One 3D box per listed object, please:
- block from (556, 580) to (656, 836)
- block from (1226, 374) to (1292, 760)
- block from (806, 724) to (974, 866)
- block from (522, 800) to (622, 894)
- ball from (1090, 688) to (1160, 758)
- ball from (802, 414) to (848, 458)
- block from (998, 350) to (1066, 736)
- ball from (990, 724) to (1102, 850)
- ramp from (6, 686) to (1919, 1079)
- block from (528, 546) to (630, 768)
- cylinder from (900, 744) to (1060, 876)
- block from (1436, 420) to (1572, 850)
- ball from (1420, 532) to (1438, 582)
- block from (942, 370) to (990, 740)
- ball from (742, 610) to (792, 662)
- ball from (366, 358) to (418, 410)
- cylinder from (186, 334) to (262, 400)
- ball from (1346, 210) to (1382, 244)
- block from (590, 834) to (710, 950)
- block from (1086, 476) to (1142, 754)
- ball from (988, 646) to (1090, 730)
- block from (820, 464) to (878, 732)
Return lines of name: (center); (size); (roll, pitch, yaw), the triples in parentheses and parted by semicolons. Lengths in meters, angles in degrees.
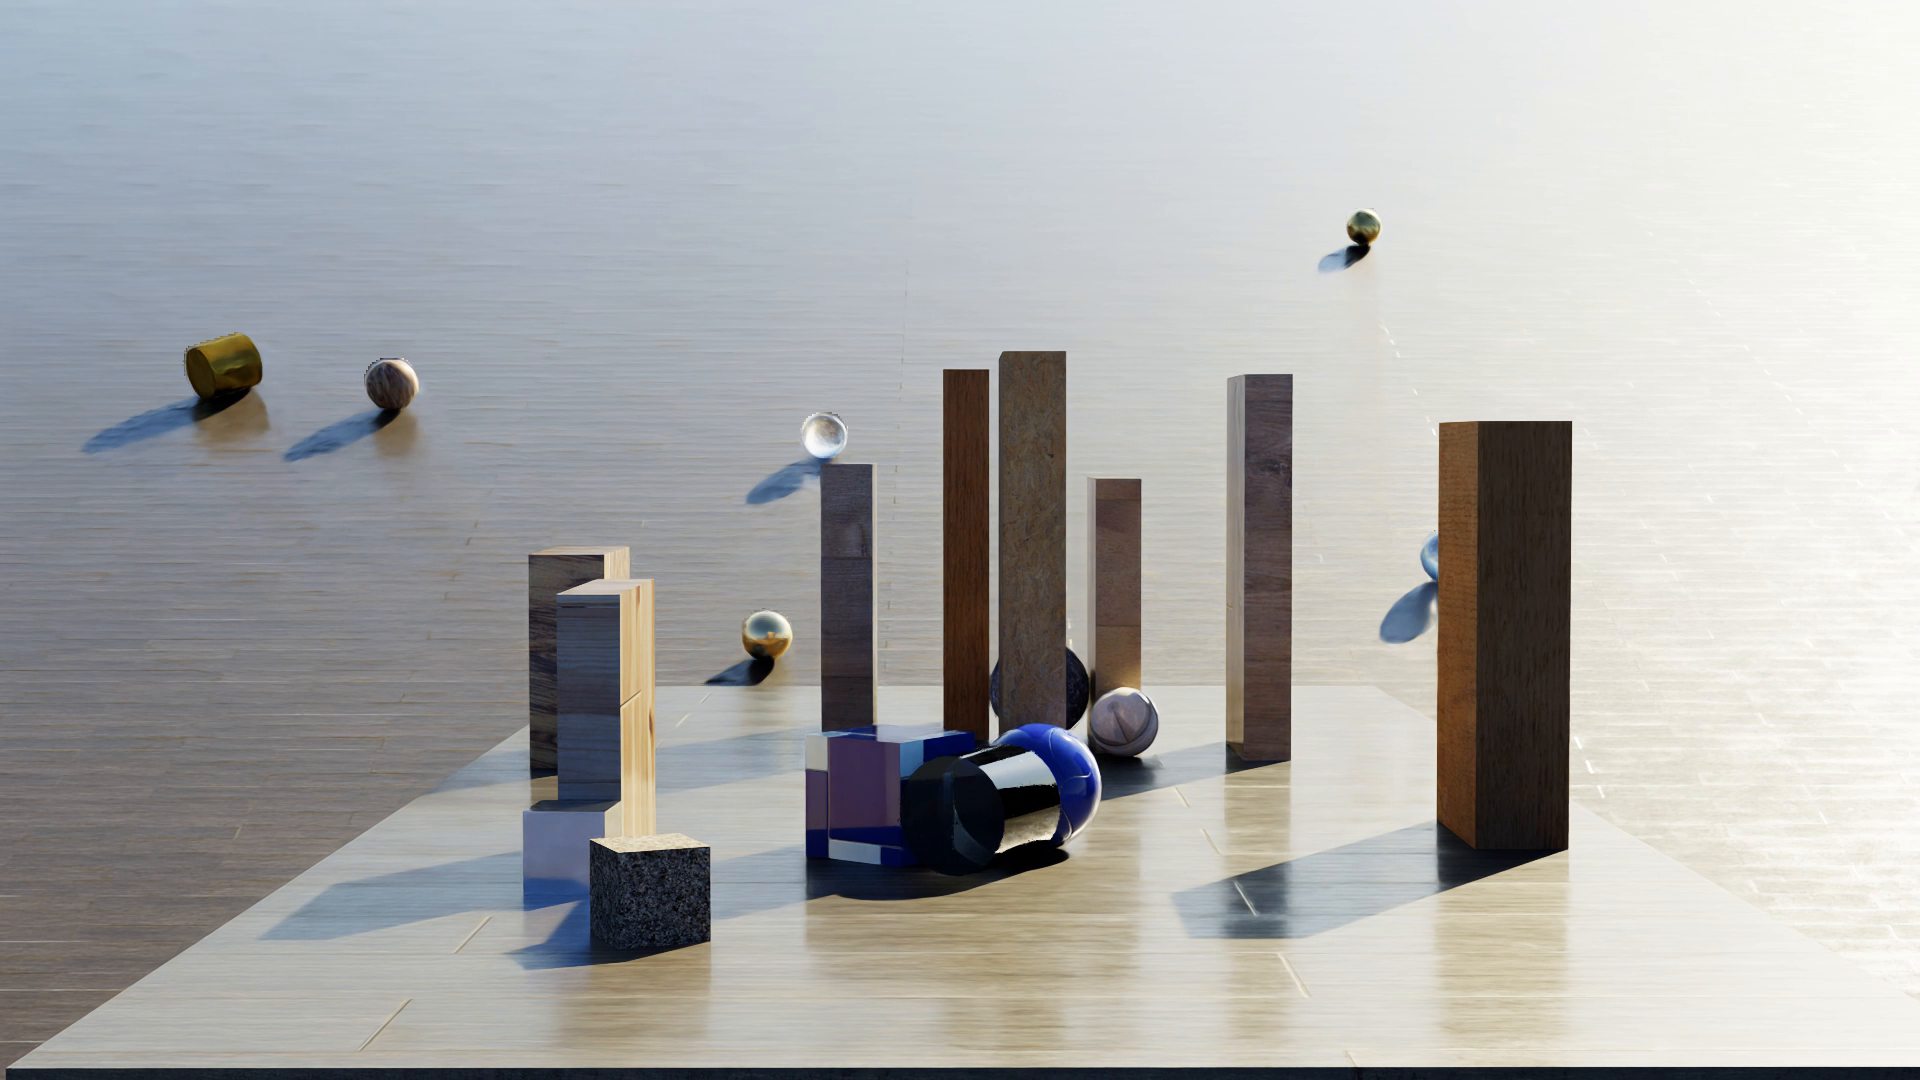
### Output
block: (-0.523, 0.271, 3.834); (0.089, 0.404, 0.409); (0, 2, 0)
block: (0.597, 0.048, 5.156); (0.093, 0.750, 0.332); (0, 2, 0)
block: (-0.104, 0.381, 3.870); (0.181, 0.181, 0.181); (2, 3, 37)
block: (-0.537, 0.426, 3.575); (0.114, 0.114, 0.114); (0, 2, 4)
ball: (0.323, 0.358, 5.054); (0.138, 0.138, 0.138); (0, 24, 0)
ball: (-0.430, -0.329, 8.176); (0.143, 0.143, 0.143); (0, 24, 0)
block: (0.115, 0.080, 4.187); (0.098, 0.758, 0.406); (0, 2, 0)
ball: (0.118, 0.374, 3.899); (0.193, 0.193, 0.193); (0, 24, 0)
ramp: (0.055, 0.496, 4.544); (2.000, 0.100, 4.000); (0, 2, 0)
block: (-0.746, 0.223, 5.072); (0.144, 0.406, 0.373); (0, 2, 0)
cylinder: (0.030, 0.390, 3.739); (0.172, 0.172, 0.172); (14, 9, 28)
block: (0.852, 0.139, 4.054); (0.142, 0.649, 0.316); (0, 2, 0)
ball: (1.384, 0.049, 7.314); (0.151, 0.151, 0.151); (0, 24, 0)
block: (0.013, 0.024, 5.526); (0.096, 0.770, 0.367); (0, 2, 0)
ball: (-0.515, 0.256, 6.866); (0.134, 0.134, 0.134); (0, 24, 0)
ball: (-1.889, -0.516, 8.565); (0.172, 0.172, 0.172); (0, 24, 0)
cylinder: (-2.487, -0.585, 8.702); (0.182, 0.182, 0.182); (21, 32, 39)
ball: (1.609, -1.245, 10.252); (0.141, 0.141, 0.141); (0, 24, 0)
block: (-0.387, 0.437, 3.215); (0.118, 0.118, 0.118); (-1, 2, -25)
block: (0.314, 0.145, 5.278); (0.091, 0.546, 0.327); (0, 2, 0)
ball: (0.165, 0.309, 5.339); (0.209, 0.209, 0.209); (0, 24, 0)
block: (-0.236, 0.123, 5.516); (0.108, 0.573, 0.282); (0, 2, 0)
